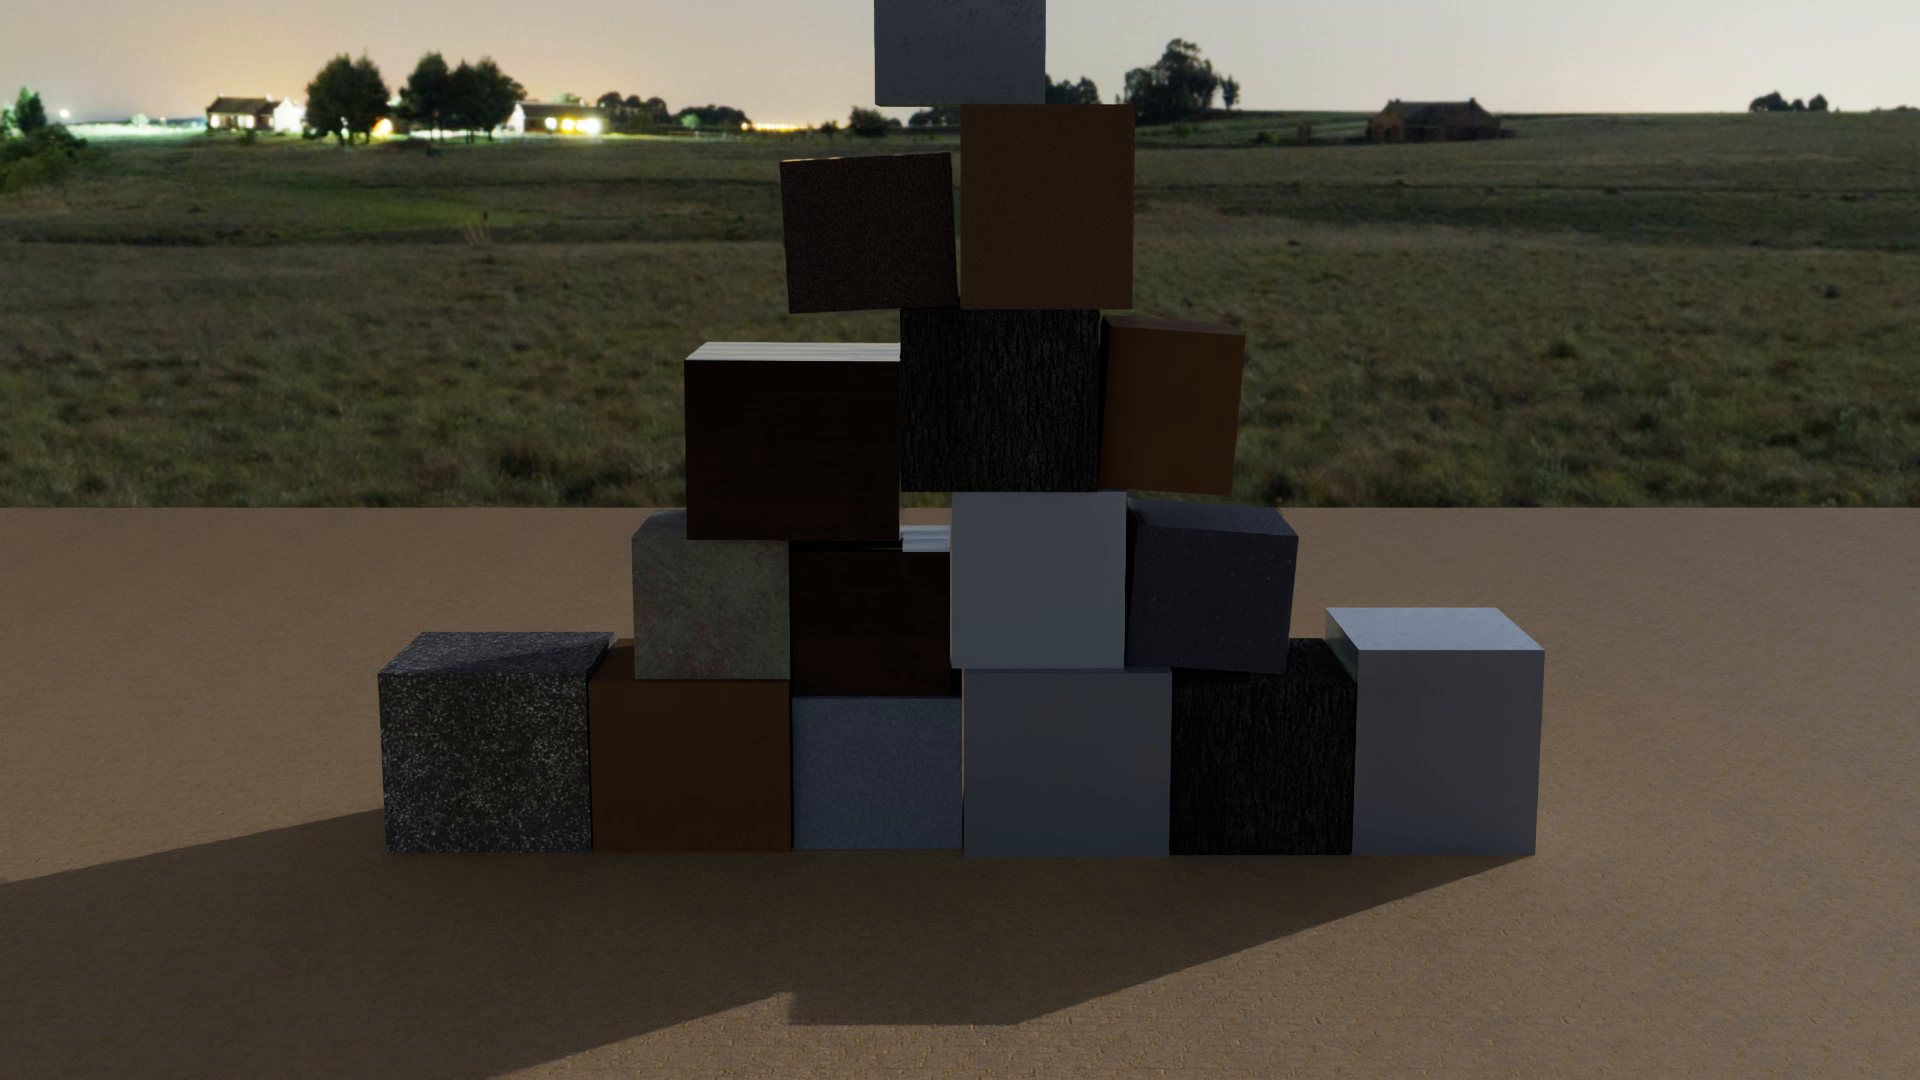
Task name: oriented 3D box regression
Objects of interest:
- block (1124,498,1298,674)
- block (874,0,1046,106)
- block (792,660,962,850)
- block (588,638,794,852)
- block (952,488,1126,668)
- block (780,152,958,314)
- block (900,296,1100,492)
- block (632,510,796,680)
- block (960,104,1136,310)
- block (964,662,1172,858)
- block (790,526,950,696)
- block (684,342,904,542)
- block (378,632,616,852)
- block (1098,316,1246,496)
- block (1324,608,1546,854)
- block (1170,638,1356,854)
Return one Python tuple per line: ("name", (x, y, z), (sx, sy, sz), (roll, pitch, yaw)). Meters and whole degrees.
("block", (1.238, 0.222, 11.221), (0.791, 0.698, 0.829), (4, 10, -1))
("block", (0.000, -2.488, 10.737), (0.807, 0.721, 0.813), (0, 10, 0))
("block", (-0.411, 1.094, 11.376), (0.844, 0.778, 0.834), (0, 10, 0))
("block", (-1.337, 1.044, 11.383), (0.987, 0.872, 0.977), (0, 10, 0))
("block", (0.384, 0.118, 11.208), (0.849, 0.881, 0.911), (0, 10, 0))
("block", (-0.435, -1.535, 10.912), (0.818, 0.726, 0.722), (-3, 10, 1))
("block", (0.190, -0.749, 11.045), (0.952, 0.882, 0.922), (0, 10, 0))
("block", (-1.225, 0.264, 11.246), (0.768, 0.712, 0.841), (0, 10, 0))
("block", (0.414, -1.660, 10.896), (0.823, 0.965, 0.906), (0, 10, 0))
("block", (0.529, 1.016, 11.352), (1.016, 0.939, 1.076), (0, 10, 0))
("block", (-0.441, 0.349, 11.254), (0.781, 0.730, 0.760), (0, 10, 0))
("block", (-0.809, -0.514, 11.091), (1.034, 0.876, 0.952), (0, 10, 0))
("block", (-2.352, 1.025, 11.350), (1.023, 0.921, 0.925), (0, 10, 0))
("block", (1.029, -0.686, 11.041), (0.653, 0.788, 0.699), (4, 10, -1))
("block", (2.408, 0.964, 11.344), (0.912, 1.045, 0.992), (0, 10, 0))
("block", (1.494, 1.047, 11.370), (0.895, 0.873, 1.024), (0, 10, 0))
